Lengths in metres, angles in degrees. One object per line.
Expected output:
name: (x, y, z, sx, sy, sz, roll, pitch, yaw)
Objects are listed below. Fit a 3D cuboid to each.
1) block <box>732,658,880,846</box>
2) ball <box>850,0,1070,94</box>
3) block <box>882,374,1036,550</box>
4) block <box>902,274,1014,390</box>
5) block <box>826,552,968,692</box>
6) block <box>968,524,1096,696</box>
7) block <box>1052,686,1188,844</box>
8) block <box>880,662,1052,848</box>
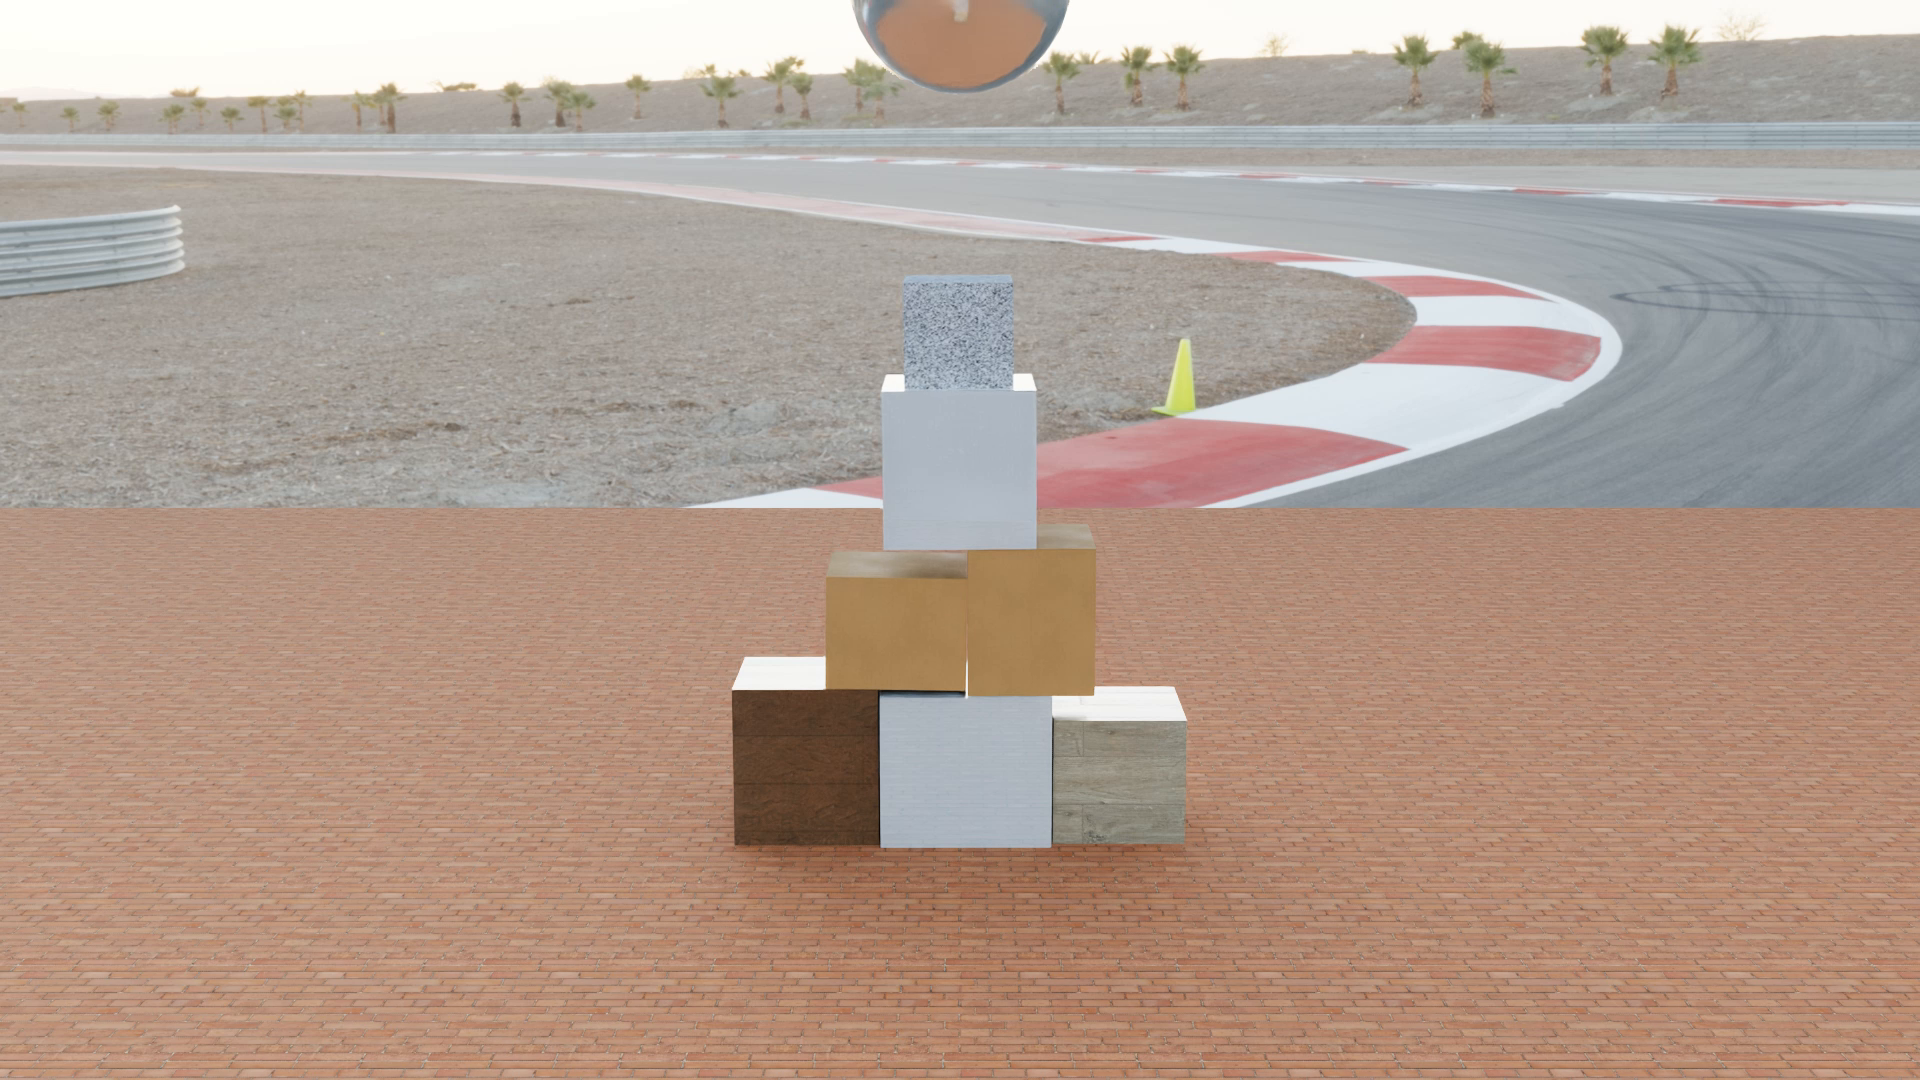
block: (-0.772, 1.080, 11.365, 0.728, 0.808, 0.702, 0, 10, 0)
ball: (0.000, -3.994, 15.694, 1.600, 1.600, 1.600, 0, 10, 0)
block: (-0.003, -0.405, 11.099, 0.751, 0.783, 0.749, 0, 10, 0)
block: (-0.008, -1.047, 10.999, 0.536, 0.516, 0.614, 0, 10, 0)
block: (-0.316, 0.405, 11.241, 0.701, 0.568, 0.694, 1, 10, 0)
block: (0.355, 0.347, 11.234, 0.631, 0.746, 0.704, 0, 10, 0)
block: (0.802, 1.158, 11.402, 0.668, 0.642, 0.693, 0, 10, 0)
block: (0.030, 1.096, 11.367, 0.857, 0.776, 0.774, 0, 10, 0)
